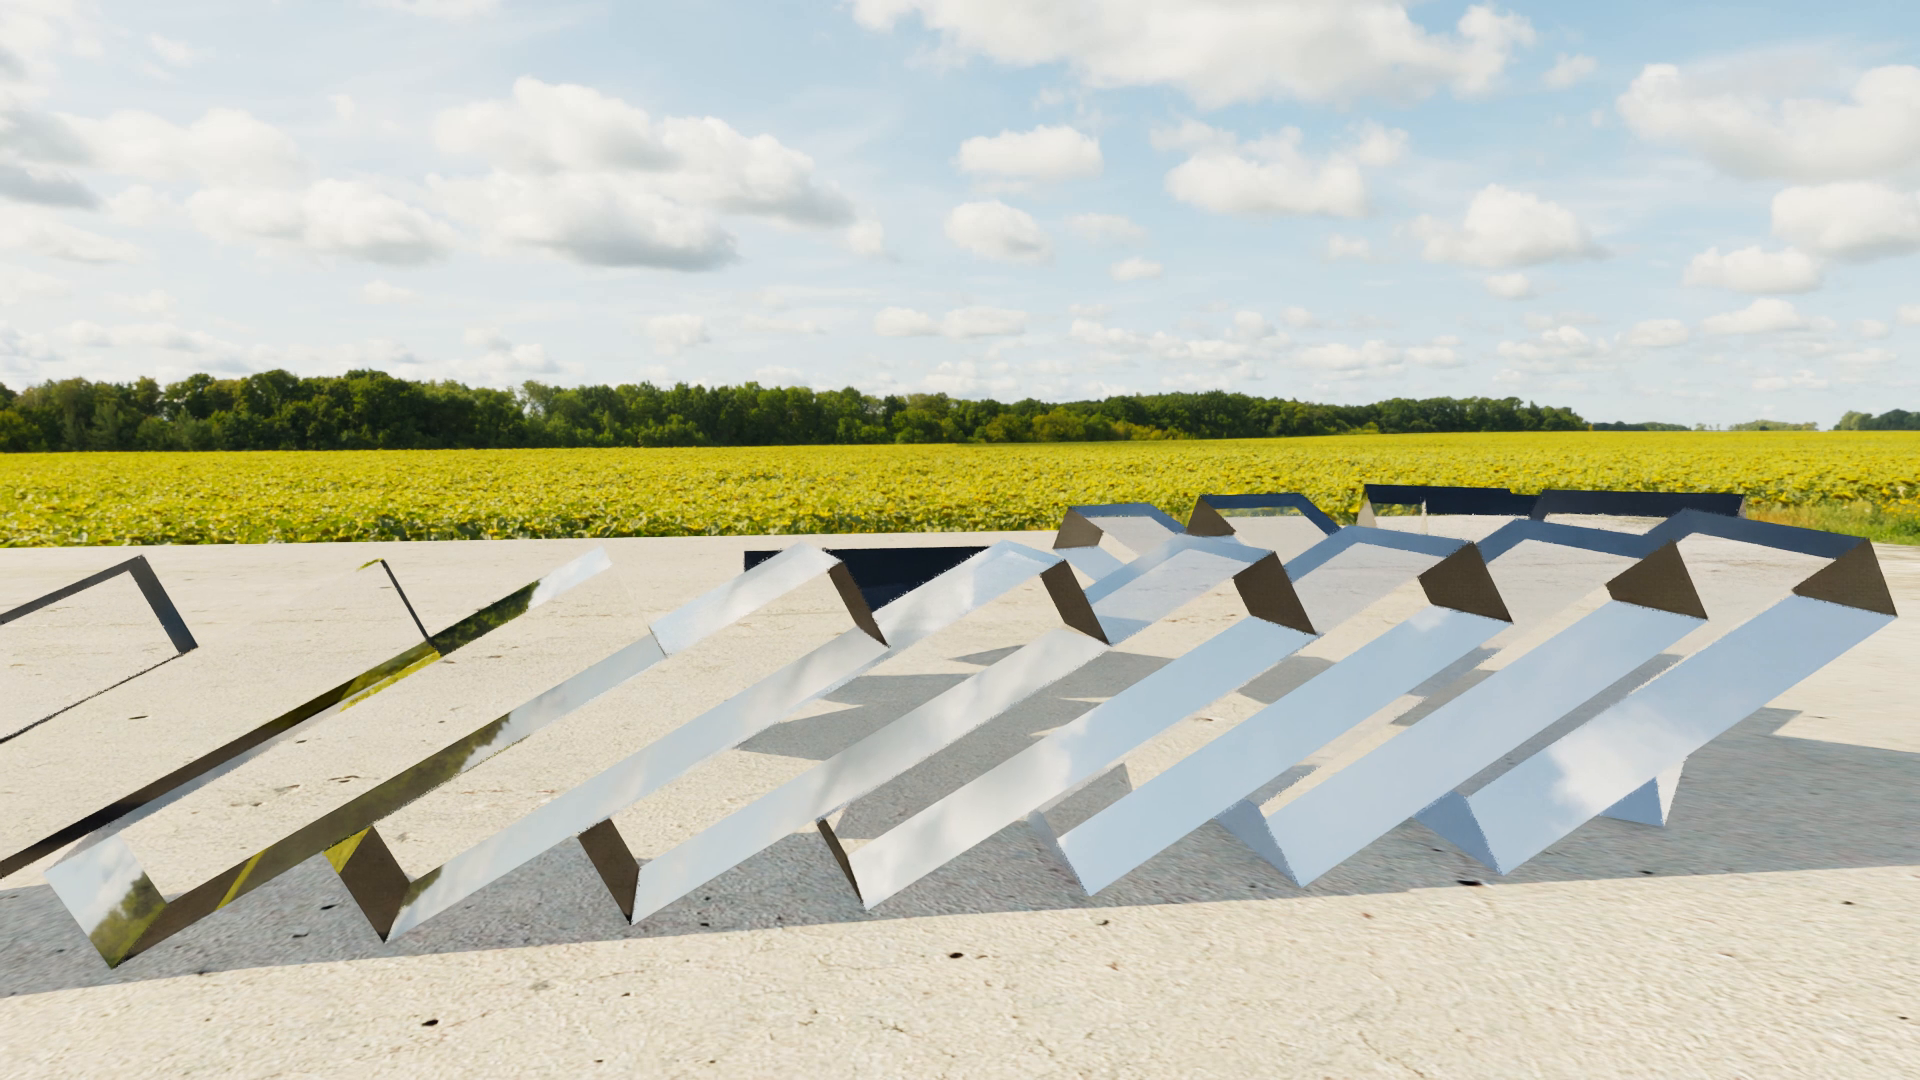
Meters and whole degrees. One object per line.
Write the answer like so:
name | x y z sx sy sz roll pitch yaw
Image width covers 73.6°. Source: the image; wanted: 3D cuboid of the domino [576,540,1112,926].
domino | -0.012 0.017 0.128 0.050 0.009 0.025 -29 9 -8

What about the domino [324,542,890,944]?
domino | -0.033 0.017 0.125 0.050 0.009 0.025 -30 11 -12

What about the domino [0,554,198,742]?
domino | -0.095 0.018 0.111 0.050 0.009 0.025 -33 13 -35

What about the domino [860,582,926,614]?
domino | -0.017 0.017 0.203 0.050 0.009 0.025 -5 -24 -48

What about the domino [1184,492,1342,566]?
domino | 0.065 0.009 0.228 0.025 0.009 0.050 -2 35 -29

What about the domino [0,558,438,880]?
domino | -0.075 0.018 0.117 0.050 0.009 0.025 -30 12 -23

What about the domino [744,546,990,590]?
domino | -0.014 0.013 0.233 0.050 0.009 0.025 -1 -39 -9

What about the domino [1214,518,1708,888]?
domino | 0.049 0.015 0.137 0.050 0.009 0.025 -31 11 -7

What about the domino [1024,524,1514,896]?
domino | 0.029 0.016 0.135 0.050 0.009 0.025 -31 9 -7

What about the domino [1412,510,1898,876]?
domino | 0.070 0.015 0.140 0.050 0.009 0.025 -30 13 -6

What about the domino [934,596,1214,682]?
domino | 0.022 0.019 0.255 0.050 0.009 0.025 4 6 40

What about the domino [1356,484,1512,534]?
domino | 0.082 0.009 0.209 0.025 0.010 0.050 2 37 4

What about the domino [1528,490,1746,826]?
domino | 0.081 0.012 0.163 0.025 0.009 0.050 4 40 41

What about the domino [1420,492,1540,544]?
domino | 0.082 0.011 0.188 0.025 0.009 0.050 2 36 14

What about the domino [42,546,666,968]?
domino | -0.053 0.018 0.121 0.050 0.009 0.025 -30 12 -13

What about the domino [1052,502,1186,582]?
domino | 0.044 0.009 0.241 0.025 0.009 0.050 -4 32 -44

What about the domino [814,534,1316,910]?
domino | 0.008 0.017 0.132 0.050 0.009 0.025 -30 9 -8

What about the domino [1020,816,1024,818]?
domino | -0.002 0.025 0.171 0.025 0.010 0.050 0 4 4
